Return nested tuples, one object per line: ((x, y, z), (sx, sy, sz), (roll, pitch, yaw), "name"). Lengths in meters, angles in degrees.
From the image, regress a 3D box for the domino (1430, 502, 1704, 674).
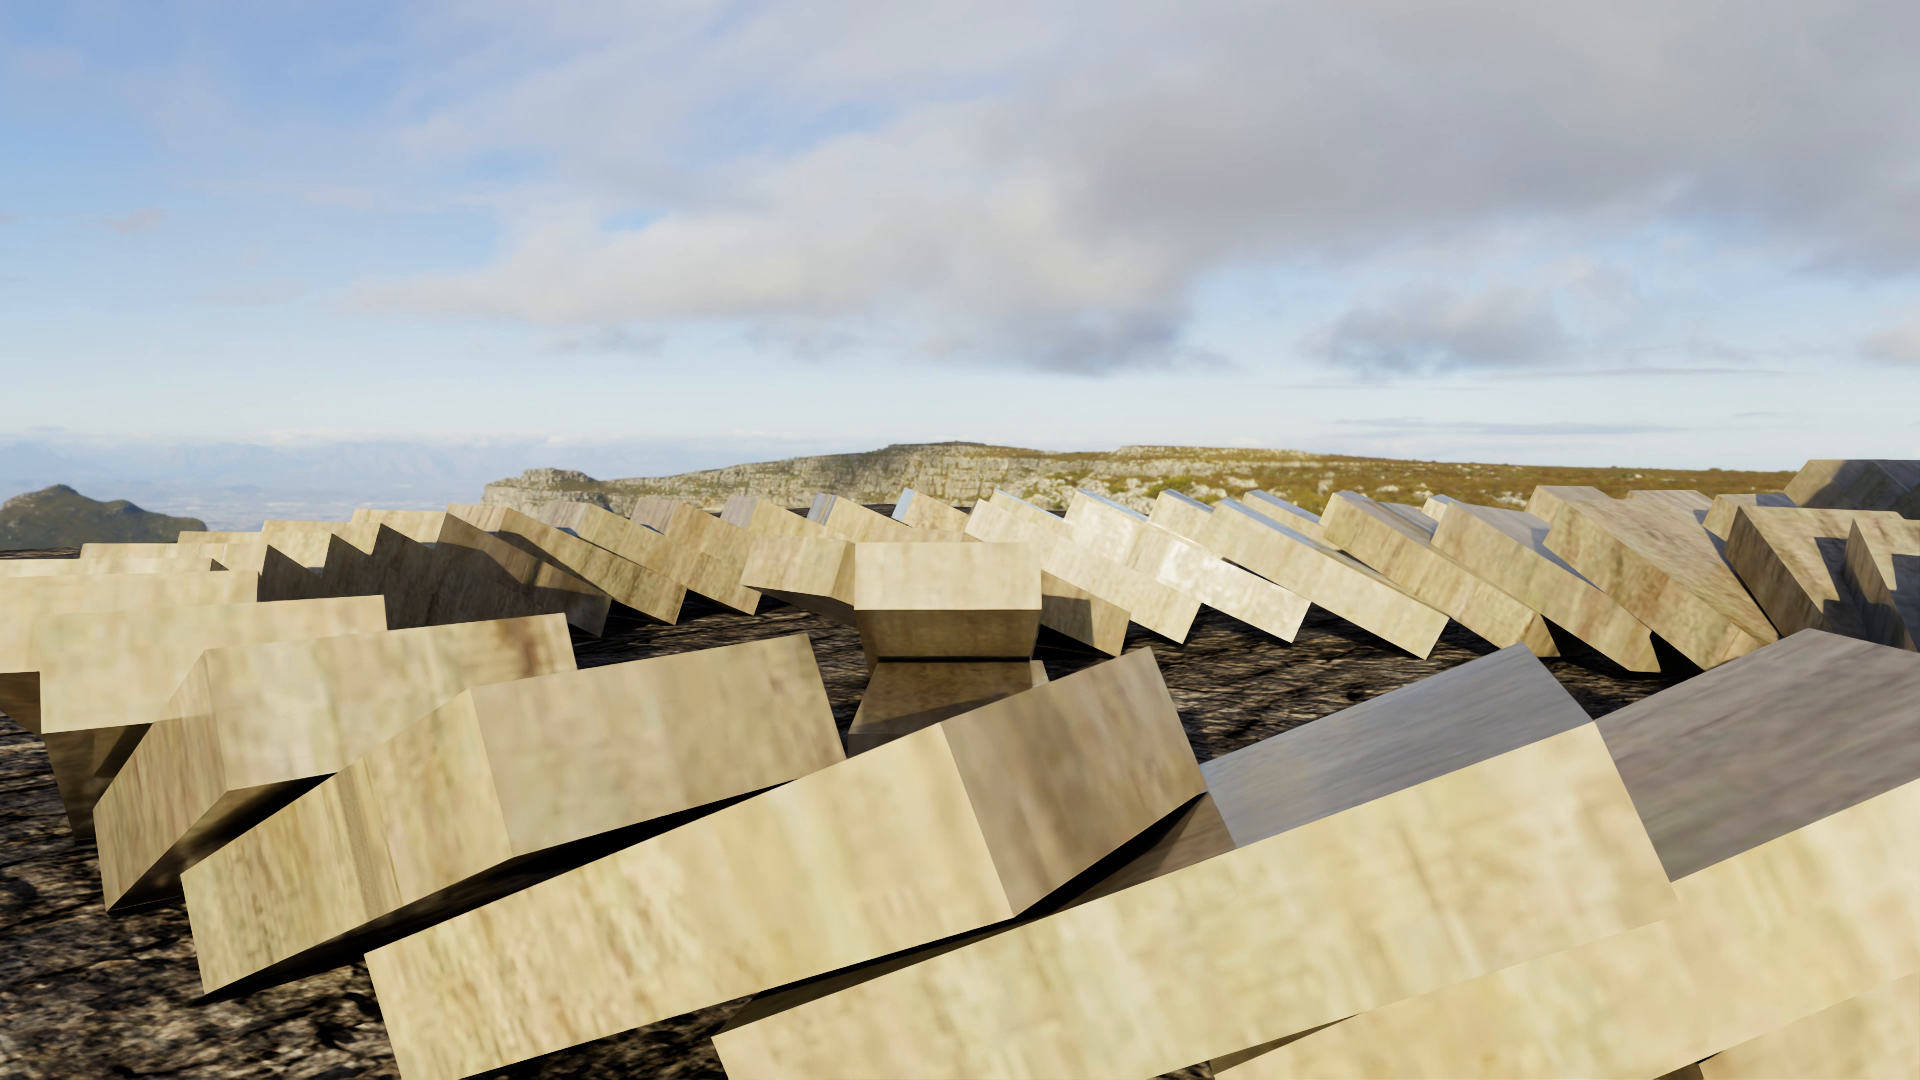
((0.119, 0.009, 0.248), (0.025, 0.010, 0.050), (5, 24, -29), "domino")

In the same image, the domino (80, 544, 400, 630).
((-0.105, 0.013, 0.194), (0.025, 0.010, 0.050), (0, -20, 1), "domino")

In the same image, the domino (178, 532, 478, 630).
((-0.105, 0.012, 0.218), (0.025, 0.010, 0.050), (1, -20, 7), "domino")

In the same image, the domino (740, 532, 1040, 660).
((-0.012, 0.012, 0.230), (0.025, 0.009, 0.050), (4, -15, 45), "domino")

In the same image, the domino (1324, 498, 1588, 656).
((0.103, 0.007, 0.267), (0.025, 0.010, 0.050), (3, 25, -37), "domino")

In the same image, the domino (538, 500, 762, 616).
((-0.075, 0.005, 0.313), (0.050, 0.010, 0.025), (27, -14, -38), "domino")

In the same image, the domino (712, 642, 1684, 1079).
((0.013, 0.022, 0.078), (0.050, 0.009, 0.025), (-25, -3, 17), "domino")

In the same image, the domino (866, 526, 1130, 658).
((0.008, 0.010, 0.248), (0.025, 0.010, 0.050), (4, -15, 46), "domino")

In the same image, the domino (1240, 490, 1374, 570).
((0.105, 0.000, 0.369), (0.050, 0.009, 0.025), (27, 13, 18), "domino")

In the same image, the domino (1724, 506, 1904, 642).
((0.143, 0.012, 0.200), (0.025, 0.009, 0.050), (3, 31, 7), "domino")

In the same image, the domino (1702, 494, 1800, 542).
((0.203, 0.005, 0.298), (0.025, 0.010, 0.050), (-2, 30, -20), "domino")

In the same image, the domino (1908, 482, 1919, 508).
((0.216, 0.004, 0.251), (0.025, 0.009, 0.050), (-2, 44, -20), "domino")

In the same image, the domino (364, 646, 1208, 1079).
((-0.012, 0.022, 0.083), (0.050, 0.010, 0.025), (-26, -9, 30), "domino")

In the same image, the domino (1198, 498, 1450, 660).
((0.076, 0.007, 0.269), (0.050, 0.009, 0.025), (28, 11, 12), "domino")

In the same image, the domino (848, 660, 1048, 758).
((0.000, 0.025, 0.171), (0.025, 0.010, 0.050), (0, 4, 0), "domino")

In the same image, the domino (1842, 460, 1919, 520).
((0.213, 0.003, 0.266), (0.025, 0.009, 0.050), (-1, 44, -19), "domino")

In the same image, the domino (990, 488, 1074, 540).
((0.031, 0.000, 0.376), (0.050, 0.010, 0.025), (24, 5, 0), "domino")

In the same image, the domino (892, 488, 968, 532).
((0.006, 0.000, 0.370), (0.050, 0.010, 0.025), (24, 0, -10), "domino")

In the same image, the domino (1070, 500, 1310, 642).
((0.049, 0.006, 0.277), (0.050, 0.009, 0.025), (25, 4, 11), "domino")

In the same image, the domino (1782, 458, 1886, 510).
((0.209, 0.002, 0.280), (0.025, 0.009, 0.050), (-2, 44, -20), "domino")

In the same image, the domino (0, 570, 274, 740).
((-0.090, 0.017, 0.146), (0.025, 0.009, 0.050), (-2, -21, -19), "domino")

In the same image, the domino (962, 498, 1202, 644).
((0.024, 0.006, 0.273), (0.050, 0.009, 0.025), (25, -1, -1), "domino")

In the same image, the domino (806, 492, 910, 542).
((-0.017, 0.001, 0.360), (0.050, 0.009, 0.025), (24, -4, -19), "domino")

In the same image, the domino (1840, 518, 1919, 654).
((0.142, 0.014, 0.176), (0.025, 0.009, 0.050), (4, 31, 20), "domino")

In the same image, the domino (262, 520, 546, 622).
((-0.105, 0.010, 0.244), (0.025, 0.009, 0.050), (1, -20, 17), "domino")

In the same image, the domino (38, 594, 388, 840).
((-0.073, 0.019, 0.126), (0.025, 0.010, 0.050), (-3, -19, -33), "domino")

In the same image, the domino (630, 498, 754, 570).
((-0.057, 0.003, 0.329), (0.050, 0.009, 0.025), (26, -12, -34), "domino")

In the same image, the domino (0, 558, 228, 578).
((-0.101, 0.015, 0.169), (0.025, 0.009, 0.050), (-1, -20, -5), "domino")

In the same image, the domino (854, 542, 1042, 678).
((-0.002, 0.013, 0.196), (0.025, 0.010, 0.050), (0, -20, -1), "domino")

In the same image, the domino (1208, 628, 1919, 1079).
((0.039, 0.022, 0.080), (0.050, 0.009, 0.025), (-25, 3, 4), "domino")

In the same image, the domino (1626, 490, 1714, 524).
((0.192, 0.003, 0.319), (0.025, 0.009, 0.050), (-1, 30, -23), "domino")

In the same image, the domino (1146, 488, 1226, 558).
((0.081, 0.000, 0.374), (0.050, 0.009, 0.025), (26, 11, 13), "domino")

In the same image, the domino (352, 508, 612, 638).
((-0.099, 0.008, 0.268), (0.025, 0.009, 0.050), (2, -20, 26), "domino")

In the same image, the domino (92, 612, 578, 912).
((-0.054, 0.020, 0.109), (0.025, 0.009, 0.050), (-4, -18, -43), "domino")

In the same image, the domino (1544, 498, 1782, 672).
((0.130, 0.010, 0.222), (0.025, 0.010, 0.050), (-2, 33, -23), "domino")

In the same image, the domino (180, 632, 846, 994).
((-0.035, 0.021, 0.094), (0.050, 0.010, 0.025), (-28, -14, 38), "domino")

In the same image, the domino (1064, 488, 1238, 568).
((0.056, 0.000, 0.377), (0.050, 0.010, 0.025), (25, 8, 8), "domino")

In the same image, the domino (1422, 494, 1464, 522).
((0.151, 0.002, 0.348), (0.050, 0.009, 0.025), (27, 16, 24), "domino")

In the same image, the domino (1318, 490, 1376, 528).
((0.129, 0.001, 0.361), (0.050, 0.010, 0.025), (28, 16, 24), "domino")

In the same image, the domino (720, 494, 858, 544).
((-0.038, 0.002, 0.346), (0.050, 0.010, 0.025), (25, -8, -27), "domino")

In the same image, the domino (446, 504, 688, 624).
((-0.090, 0.006, 0.292), (0.025, 0.010, 0.050), (3, -19, 41), "domino")

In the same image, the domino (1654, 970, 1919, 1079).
((0.063, 0.021, 0.085), (0.050, 0.010, 0.025), (-26, 7, -5), "domino")

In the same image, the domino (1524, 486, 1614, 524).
((0.177, 0.002, 0.338), (0.025, 0.010, 0.050), (-1, 30, -31), "domino")
